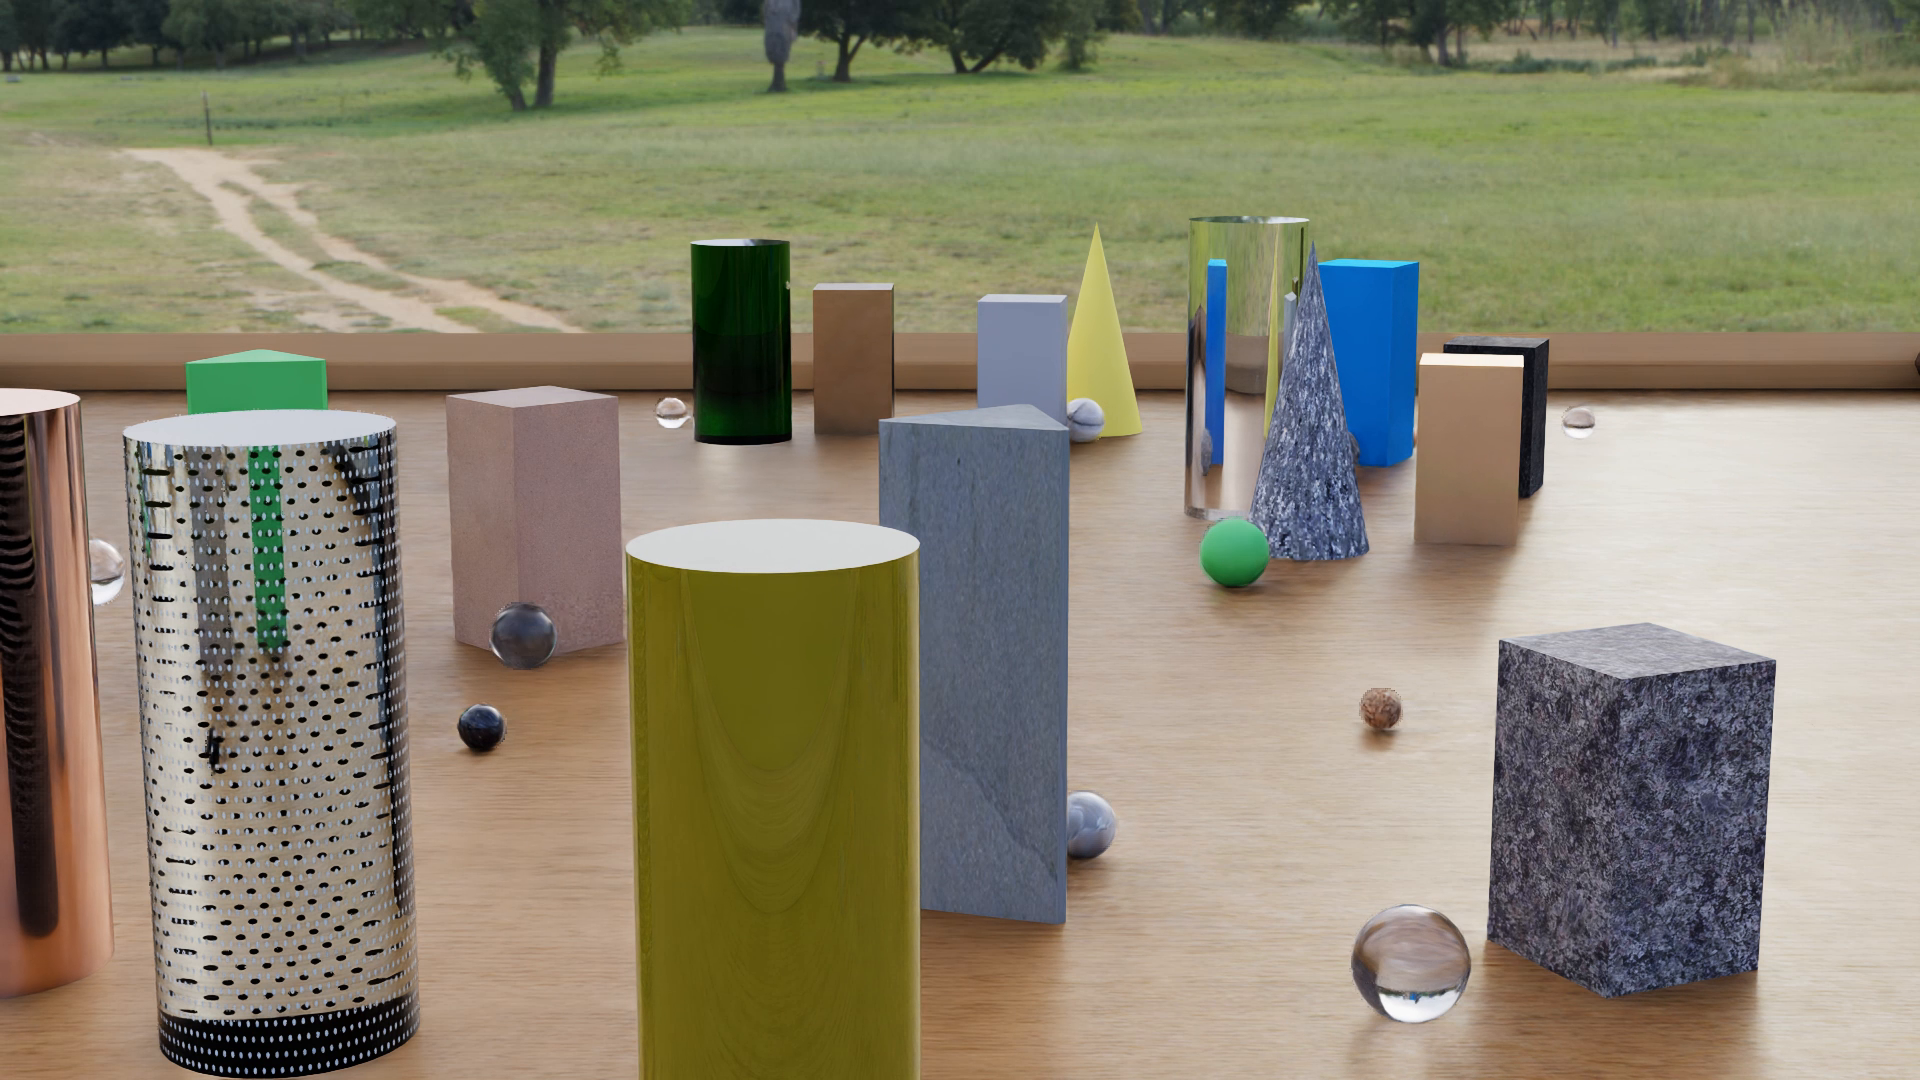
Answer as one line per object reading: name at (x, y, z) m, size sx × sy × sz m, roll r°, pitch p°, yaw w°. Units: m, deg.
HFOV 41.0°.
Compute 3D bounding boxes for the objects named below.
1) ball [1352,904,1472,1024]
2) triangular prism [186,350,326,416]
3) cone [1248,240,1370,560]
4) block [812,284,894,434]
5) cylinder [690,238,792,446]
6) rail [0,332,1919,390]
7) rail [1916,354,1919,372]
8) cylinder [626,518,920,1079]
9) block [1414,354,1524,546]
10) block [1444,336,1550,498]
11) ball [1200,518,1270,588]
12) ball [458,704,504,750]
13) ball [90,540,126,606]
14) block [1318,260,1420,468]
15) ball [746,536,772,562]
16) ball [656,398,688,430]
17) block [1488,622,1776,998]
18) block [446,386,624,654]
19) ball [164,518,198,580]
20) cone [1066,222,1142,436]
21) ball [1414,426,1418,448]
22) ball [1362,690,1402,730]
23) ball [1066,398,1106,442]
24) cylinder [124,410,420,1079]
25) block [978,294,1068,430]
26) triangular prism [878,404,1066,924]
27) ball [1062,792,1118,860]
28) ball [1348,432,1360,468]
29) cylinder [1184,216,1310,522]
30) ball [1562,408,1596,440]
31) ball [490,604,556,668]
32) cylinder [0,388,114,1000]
ball at (0.347, 0.325, 1.972) m, size 0.091 × 0.091 × 0.091 m, roll 0°, pitch 11°, yaw 0°
triangular prism at (-0.903, -0.062, 3.331) m, size 0.167 × 0.357 × 0.145 m, roll -2°, pitch 11°, yaw -12°
cone at (0.526, -0.219, 3.865) m, size 0.193 × 0.469 × 0.193 m, roll 0°, pitch 11°, yaw 0°
block at (-0.212, -0.367, 5.164) m, size 0.155 × 0.286 × 0.155 m, roll 0°, pitch 11°, yaw 1°
cylinder at (-0.427, -0.389, 5.015) m, size 0.193 × 0.384 × 0.193 m, roll 0°, pitch 11°, yaw 0°
rail at (-0.014, -0.401, 5.781) m, size 4.416 × 0.125 × 0.045 m, roll 0°, pitch 11°, yaw 0°
rail at (2.184, 0.030, 3.461) m, size 0.045 × 0.125 × 4.792 m, roll 0°, pitch 11°, yaw 0°
cylinder at (-0.123, 0.207, 1.725) m, size 0.193 × 0.414 × 0.193 m, roll 0°, pitch 11°, yaw 0°
block at (0.792, -0.143, 3.991) m, size 0.155 × 0.275 × 0.155 m, roll 2°, pitch 11°, yaw 12°
block at (0.923, -0.216, 4.433) m, size 0.155 × 0.256 × 0.155 m, roll 4°, pitch 11°, yaw 21°
ball at (0.387, 0.018, 3.611) m, size 0.097 × 0.097 × 0.097 m, roll 0°, pitch 11°, yaw 0°
ball at (-0.514, 0.201, 2.755) m, size 0.050 × 0.050 × 0.050 m, roll 0°, pitch 11°, yaw 0°
ball at (-1.180, 0.044, 3.484) m, size 0.091 × 0.091 × 0.091 m, roll 0°, pitch 11°, yaw 0°
block at (0.747, -0.331, 4.758) m, size 0.155 × 0.364 × 0.155 m, roll 5°, pitch 12°, yaw 27°
ball at (-0.297, 0.013, 3.790) m, size 0.040 × 0.040 × 0.040 m, roll 0°, pitch 11°, yaw 0°
ball at (-0.581, -0.255, 5.172) m, size 0.063 × 0.063 × 0.063 m, roll 0°, pitch 11°, yaw 0°
block at (0.547, 0.216, 2.102) m, size 0.155 × 0.259 × 0.155 m, roll -5°, pitch 12°, yaw -25°
block at (-0.538, -0.026, 3.251) m, size 0.155 × 0.314 × 0.155 m, roll -9°, pitch 14°, yaw -41°
ball at (-1.091, 0.012, 3.664) m, size 0.088 × 0.088 × 0.088 m, roll 0°, pitch 11°, yaw 0°
cone at (0.271, -0.427, 5.127) m, size 0.193 × 0.417 × 0.193 m, roll 0°, pitch 11°, yaw 0°
ball at (0.855, -0.195, 4.893) m, size 0.048 × 0.048 × 0.048 m, roll 0°, pitch 11°, yaw 0°
ball at (0.467, 0.188, 2.841) m, size 0.044 × 0.044 × 0.044 m, roll 0°, pitch 11°, yaw 0°
ball at (0.239, -0.233, 4.986) m, size 0.087 × 0.087 × 0.087 m, roll 0°, pitch 11°, yaw 0°
cylinder at (-0.510, 0.146, 1.916) m, size 0.193 × 0.464 × 0.193 m, roll 0°, pitch 11°, yaw 0°
block at (0.119, -0.313, 4.861) m, size 0.155 × 0.290 × 0.155 m, roll 1°, pitch 11°, yaw 7°
triangular prism at (0.034, 0.101, 2.257) m, size 0.167 × 0.427 × 0.145 m, roll 4°, pitch 11°, yaw 20°
ball at (0.115, 0.265, 2.378) m, size 0.062 × 0.062 × 0.062 m, roll 0°, pitch 11°, yaw 0°
ball at (0.671, -0.156, 4.577) m, size 0.085 × 0.085 × 0.085 m, roll 0°, pitch 11°, yaw 0°
cylinder at (0.464, -0.280, 4.169) m, size 0.193 × 0.478 × 0.193 m, roll 0°, pitch 11°, yaw 0°
ball at (1.214, -0.229, 5.030) m, size 0.063 × 0.063 × 0.063 m, roll 0°, pitch 11°, yaw 0°
ball at (-0.531, 0.117, 3.123) m, size 0.079 × 0.079 × 0.079 m, roll 0°, pitch 11°, yaw 0°
cylinder at (-0.796, 0.119, 2.066) m, size 0.193 × 0.462 × 0.193 m, roll 0°, pitch 11°, yaw 0°
